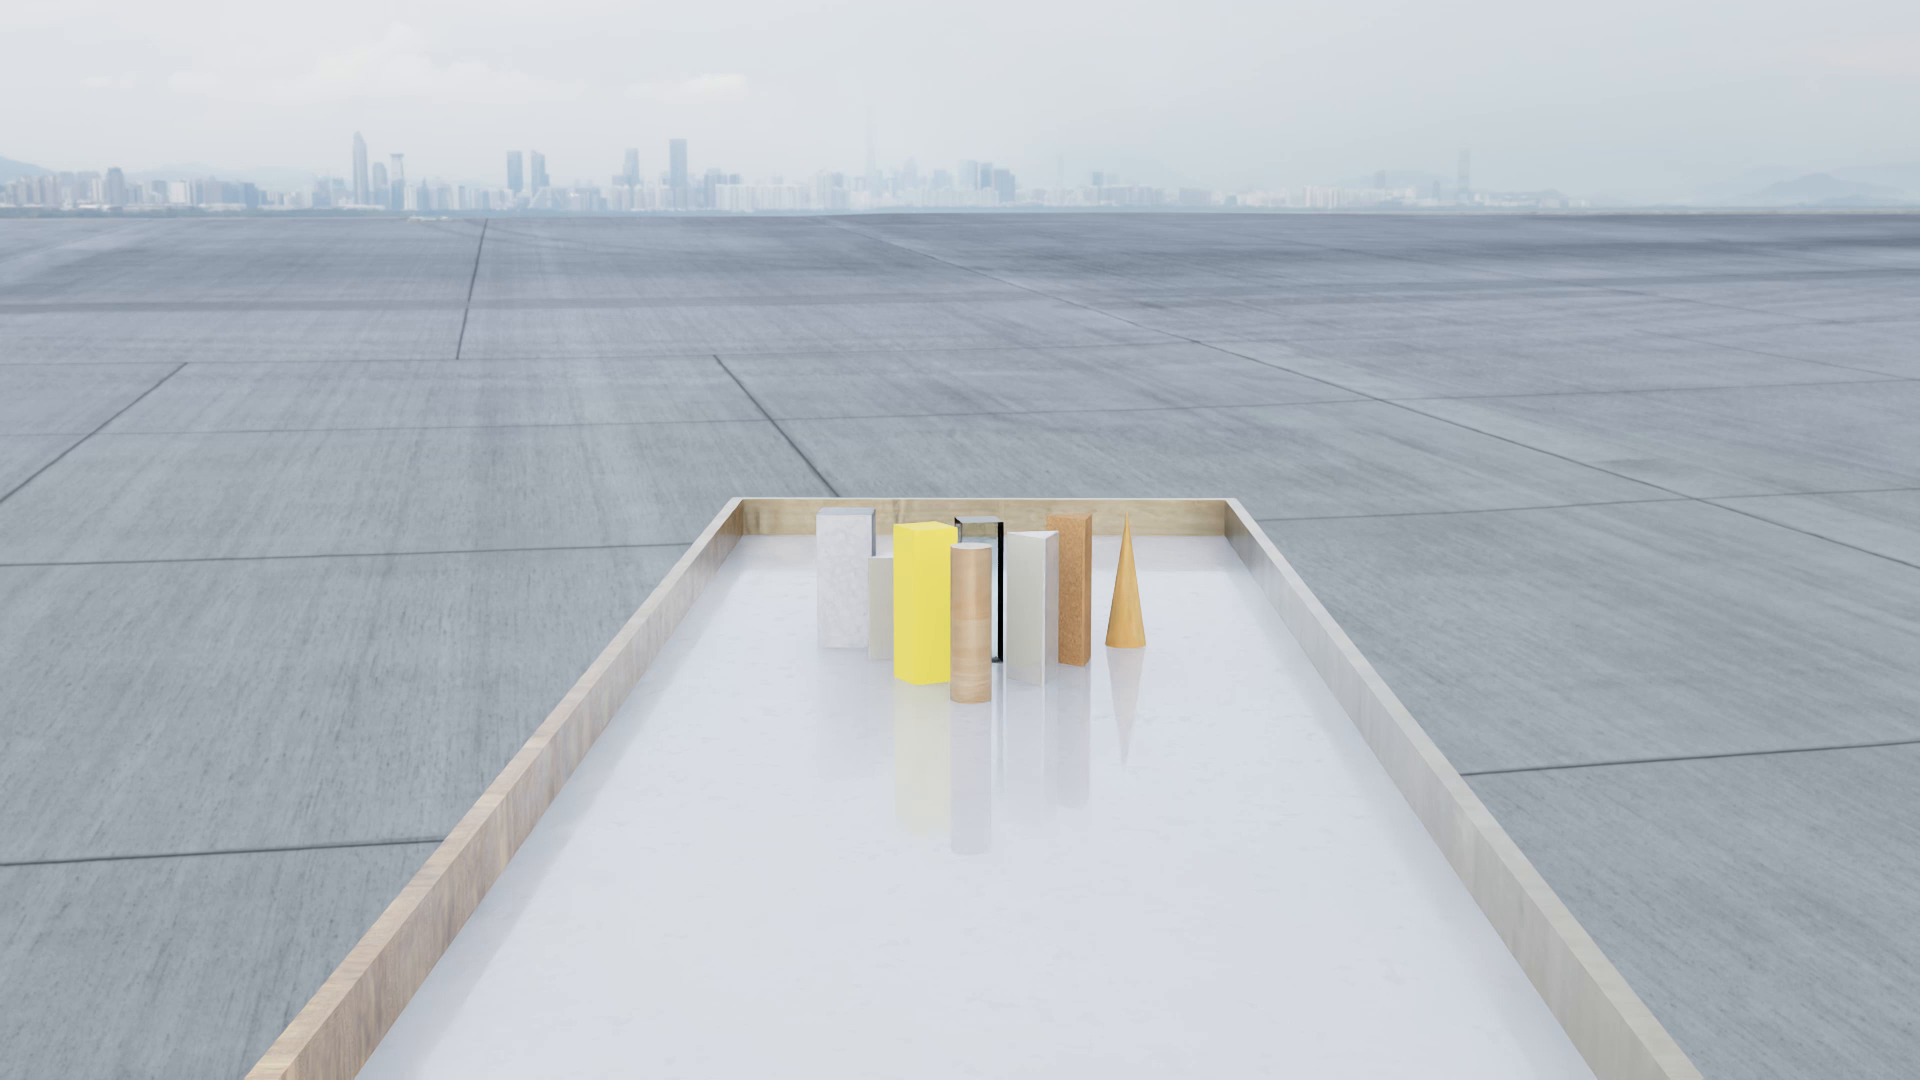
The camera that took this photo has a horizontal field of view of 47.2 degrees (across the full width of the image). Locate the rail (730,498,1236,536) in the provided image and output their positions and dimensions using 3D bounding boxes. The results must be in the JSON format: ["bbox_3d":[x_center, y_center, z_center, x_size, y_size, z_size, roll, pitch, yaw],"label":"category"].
[{"bbox_3d":[0.099,-0.098,9.147,2.100,0.150,0.050,0,9,1],"label":"rail"}]

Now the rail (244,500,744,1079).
[{"bbox_3d":[-1.004,0.839,3.234,0.050,0.150,12.000,0,9,1],"label":"rail"}]

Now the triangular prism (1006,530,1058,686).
[{"bbox_3d":[0.238,0.193,6.414,0.134,0.431,0.154,-8,12,-42],"label":"triangular prism"}]

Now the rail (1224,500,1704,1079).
[{"bbox_3d":[1.046,0.843,3.208,0.050,0.150,12.000,0,9,1],"label":"rail"}]

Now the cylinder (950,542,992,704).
[{"bbox_3d":[0.031,0.232,6.153,0.116,0.436,0.116,0,9,0],"label":"cylinder"}]

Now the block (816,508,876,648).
[{"bbox_3d":[-0.357,0.116,6.940,0.172,0.418,0.172,0,9,2],"label":"block"}]

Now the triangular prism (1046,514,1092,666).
[{"bbox_3d":[0.356,0.146,6.666,0.145,0.446,0.126,8,12,41],"label":"triangular prism"}]

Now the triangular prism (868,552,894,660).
[{"bbox_3d":[-0.214,0.202,6.730,0.119,0.315,0.103,1,9,5],"label":"triangular prism"}]

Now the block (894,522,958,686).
[{"bbox_3d":[-0.101,0.183,6.414,0.138,0.452,0.138,-5,10,-27],"label":"block"}]

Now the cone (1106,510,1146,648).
[{"bbox_3d":[0.522,0.117,6.901,0.129,0.428,0.129,0,9,0],"label":"cone"}]

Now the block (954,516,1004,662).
[{"bbox_3d":[0.057,0.150,6.685,0.126,0.430,0.126,-2,9,-11],"label":"block"}]
